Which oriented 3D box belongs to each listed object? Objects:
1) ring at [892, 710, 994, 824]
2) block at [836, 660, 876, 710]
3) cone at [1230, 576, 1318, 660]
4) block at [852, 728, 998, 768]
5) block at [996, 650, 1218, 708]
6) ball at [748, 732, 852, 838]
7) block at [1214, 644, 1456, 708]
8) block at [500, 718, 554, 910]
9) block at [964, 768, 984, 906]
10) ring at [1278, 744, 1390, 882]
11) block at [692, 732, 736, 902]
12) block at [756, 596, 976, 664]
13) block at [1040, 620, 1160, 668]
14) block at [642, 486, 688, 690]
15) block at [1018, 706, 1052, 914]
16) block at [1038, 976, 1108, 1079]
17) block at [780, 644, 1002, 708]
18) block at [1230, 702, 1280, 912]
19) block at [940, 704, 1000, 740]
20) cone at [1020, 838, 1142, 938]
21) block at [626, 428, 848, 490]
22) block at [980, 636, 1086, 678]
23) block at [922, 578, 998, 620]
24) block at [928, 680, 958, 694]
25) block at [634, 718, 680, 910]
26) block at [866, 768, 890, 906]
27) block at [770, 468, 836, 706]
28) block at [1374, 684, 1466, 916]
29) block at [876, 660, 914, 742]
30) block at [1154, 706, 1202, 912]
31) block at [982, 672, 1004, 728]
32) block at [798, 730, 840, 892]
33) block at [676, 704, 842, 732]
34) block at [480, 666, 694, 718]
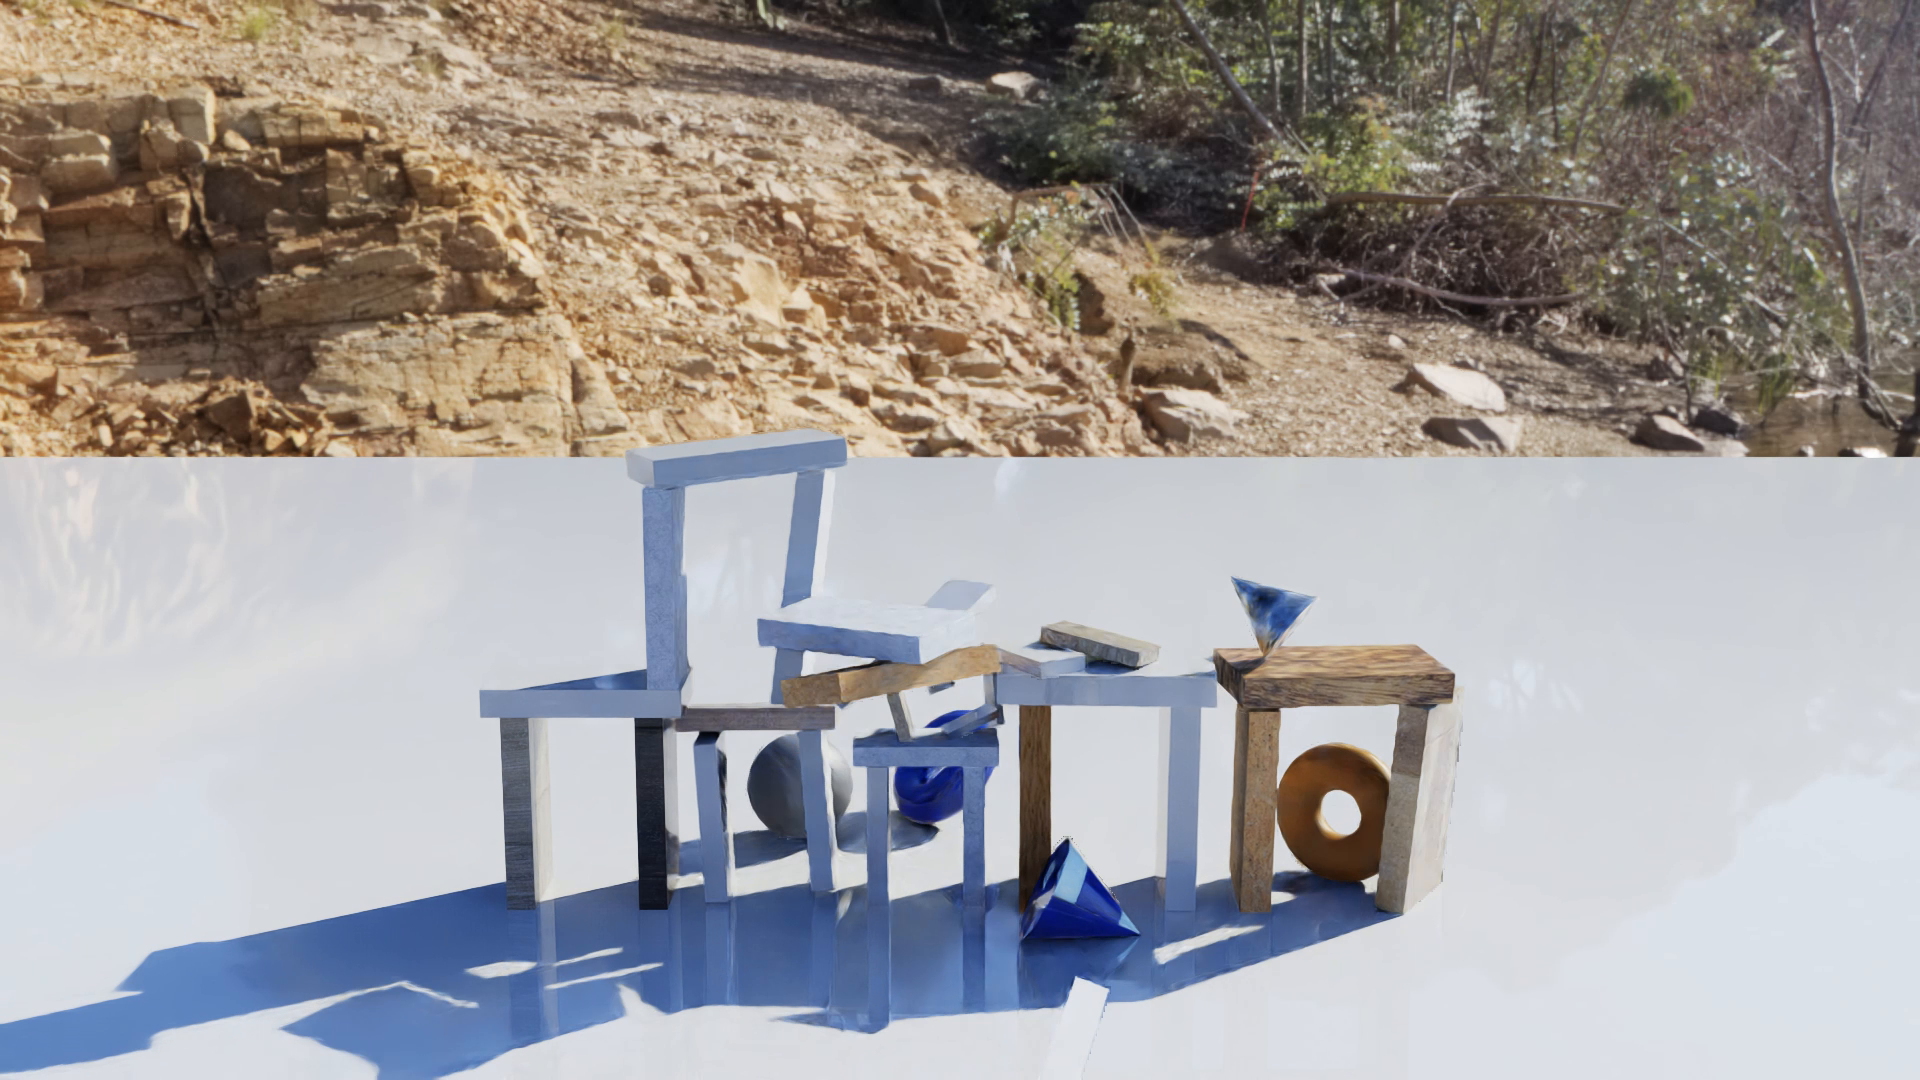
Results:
[{"bbox_3d":[-0.027,0.419,4.069,0.079,0.237,0.237,42,-11,-28],"label":"ring"},{"bbox_3d":[-0.150,0.228,3.678,0.020,0.142,0.071,45,0,7],"label":"block"},{"bbox_3d":[0.484,0.100,3.541,0.131,0.131,0.131,41,23,12],"label":"cone"},{"bbox_3d":[-0.056,0.341,3.621,0.237,0.034,0.118,0,11,0],"label":"block"},{"bbox_3d":[0.238,0.224,3.583,0.350,0.050,0.175,1,11,3],"label":"block"},{"bbox_3d":[-0.287,0.441,3.953,0.189,0.189,0.189,0,11,0],"label":"ball"},{"bbox_3d":[0.604,0.220,3.571,0.348,0.049,0.174,-1,13,-10],"label":"block"},{"bbox_3d":[-0.717,0.430,3.643,0.046,0.324,0.162,0,11,0],"label":"block"},{"bbox_3d":[0.023,0.474,3.646,0.034,0.237,0.118,0,11,0],"label":"block"},{"bbox_3d":[0.647,0.462,3.730,0.238,0.238,0.079,7,10,35],"label":"ring"},{"bbox_3d":[-0.407,0.455,3.649,0.037,0.263,0.131,-4,7,0],"label":"block"},{"bbox_3d":[-0.149,0.140,3.466,0.311,0.044,0.155,5,15,33],"label":"block"},{"bbox_3d":[0.229,0.169,3.597,0.177,0.025,0.087,14,12,26],"label":"block"},{"bbox_3d":[-0.478,0.067,3.572,0.046,0.325,0.162,0,11,0],"label":"block"},{"bbox_3d":[0.123,0.419,3.631,0.050,0.350,0.175,0,11,1],"label":"block"},{"bbox_3d":[0.109,0.675,2.646,0.044,0.155,0.311,20,23,6],"label":"block"},{"bbox_3d":[-0.106,0.212,3.432,0.311,0.044,0.155,-8,-1,-39],"label":"block"},{"bbox_3d":[0.483,0.415,3.614,0.049,0.348,0.174,1,16,1],"label":"block"},{"bbox_3d":[0.016,0.300,3.629,0.092,0.013,0.046,-24,17,-14],"label":"block"},{"bbox_3d":[0.210,0.587,3.471,0.173,0.173,0.173,26,10,-4],"label":"cone"},{"bbox_3d":[-0.366,-0.134,3.591,0.325,0.046,0.162,-8,11,-23],"label":"block"},{"bbox_3d":[0.117,0.188,3.575,0.087,0.025,0.175,-7,12,-32],"label":"block"},{"bbox_3d":[-0.022,0.121,3.572,0.087,0.025,0.175,6,32,33],"label":"block"},{"bbox_3d":[-0.027,0.234,3.690,0.046,0.013,0.092,-21,10,9],"label":"block"},{"bbox_3d":[-0.501,0.430,3.643,0.046,0.324,0.162,0,11,0],"label":"block"},{"bbox_3d":[-0.135,0.474,3.646,0.034,0.237,0.118,0,11,0],"label":"block"},{"bbox_3d":[-0.263,0.078,3.702,0.046,0.395,0.162,6,-1,3],"label":"block"},{"bbox_3d":[0.756,0.422,3.614,0.049,0.348,0.174,12,15,30],"label":"block"},{"bbox_3d":[-0.109,0.240,3.603,0.020,0.172,0.071,-15,10,5],"label":"block"},{"bbox_3d":[0.360,0.417,3.640,0.050,0.350,0.175,0,11,0],"label":"block"},{"bbox_3d":[0.056,0.264,3.668,0.013,0.092,0.046,-2,-10,-21],"label":"block"},{"bbox_3d":[-0.235,0.445,3.667,0.037,0.263,0.131,-5,-1,1],"label":"block"},{"bbox_3d":[-0.335,0.296,3.672,0.263,0.037,0.131,-1,-1,1],"label":"block"},{"bbox_3d":[-0.609,0.248,3.609,0.324,0.046,0.162,0,11,0],"label":"block"}]
